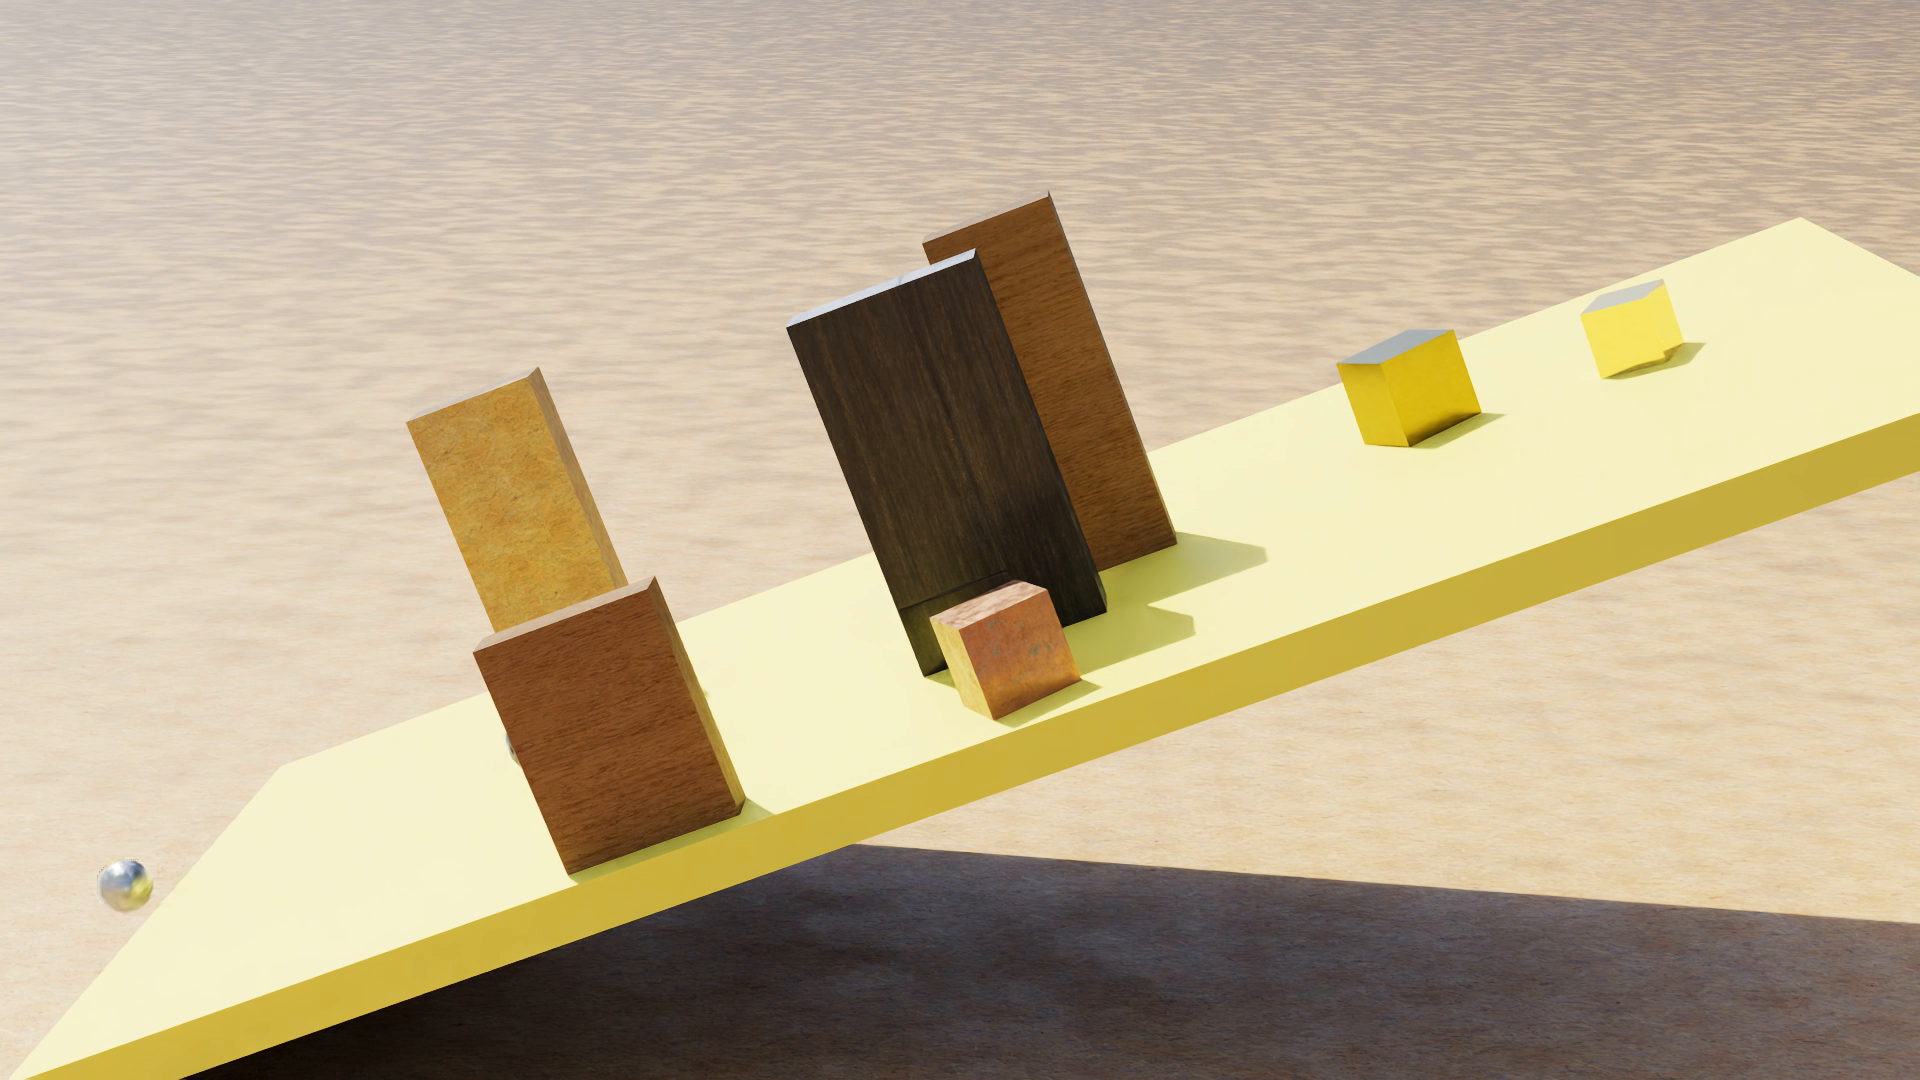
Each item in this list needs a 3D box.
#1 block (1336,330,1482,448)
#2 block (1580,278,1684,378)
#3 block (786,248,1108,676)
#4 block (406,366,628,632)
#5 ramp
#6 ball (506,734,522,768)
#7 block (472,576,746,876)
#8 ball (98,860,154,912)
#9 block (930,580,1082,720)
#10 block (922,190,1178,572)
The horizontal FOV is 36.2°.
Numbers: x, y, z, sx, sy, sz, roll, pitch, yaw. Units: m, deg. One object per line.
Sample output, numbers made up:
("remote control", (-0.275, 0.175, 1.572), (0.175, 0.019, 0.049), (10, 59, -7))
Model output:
("block", (0.970, -0.330, 6.363), (0.192, 0.192, 0.192), (-25, 12, -18))
("block", (1.421, -0.447, 6.216), (0.146, 0.146, 0.146), (-14, 14, 33))
("block", (-0.021, -0.152, 5.891), (0.394, 0.759, 0.140), (-20, 12, 7))
("block", (-0.972, 0.020, 6.766), (0.300, 0.770, 0.141), (-20, 12, 7))
("ramp", (0.118, 0.176, 6.295), (4.000, 0.100, 2.000), (-20, 12, 7))
("ball", (-0.864, 0.410, 6.228), (0.195, 0.195, 0.195), (0, 13, 0))
("block", (-0.649, 0.346, 5.476), (0.348, 0.460, 0.105), (-20, 12, 7))
("ball", (-1.856, 0.770, 6.542), (0.117, 0.117, 0.117), (0, 13, 0))
("block", (0.084, 0.204, 5.511), (0.185, 0.185, 0.185), (-24, 12, -14))
("block", (0.192, -0.316, 6.204), (0.278, 0.783, 0.127), (-20, 12, 7))
